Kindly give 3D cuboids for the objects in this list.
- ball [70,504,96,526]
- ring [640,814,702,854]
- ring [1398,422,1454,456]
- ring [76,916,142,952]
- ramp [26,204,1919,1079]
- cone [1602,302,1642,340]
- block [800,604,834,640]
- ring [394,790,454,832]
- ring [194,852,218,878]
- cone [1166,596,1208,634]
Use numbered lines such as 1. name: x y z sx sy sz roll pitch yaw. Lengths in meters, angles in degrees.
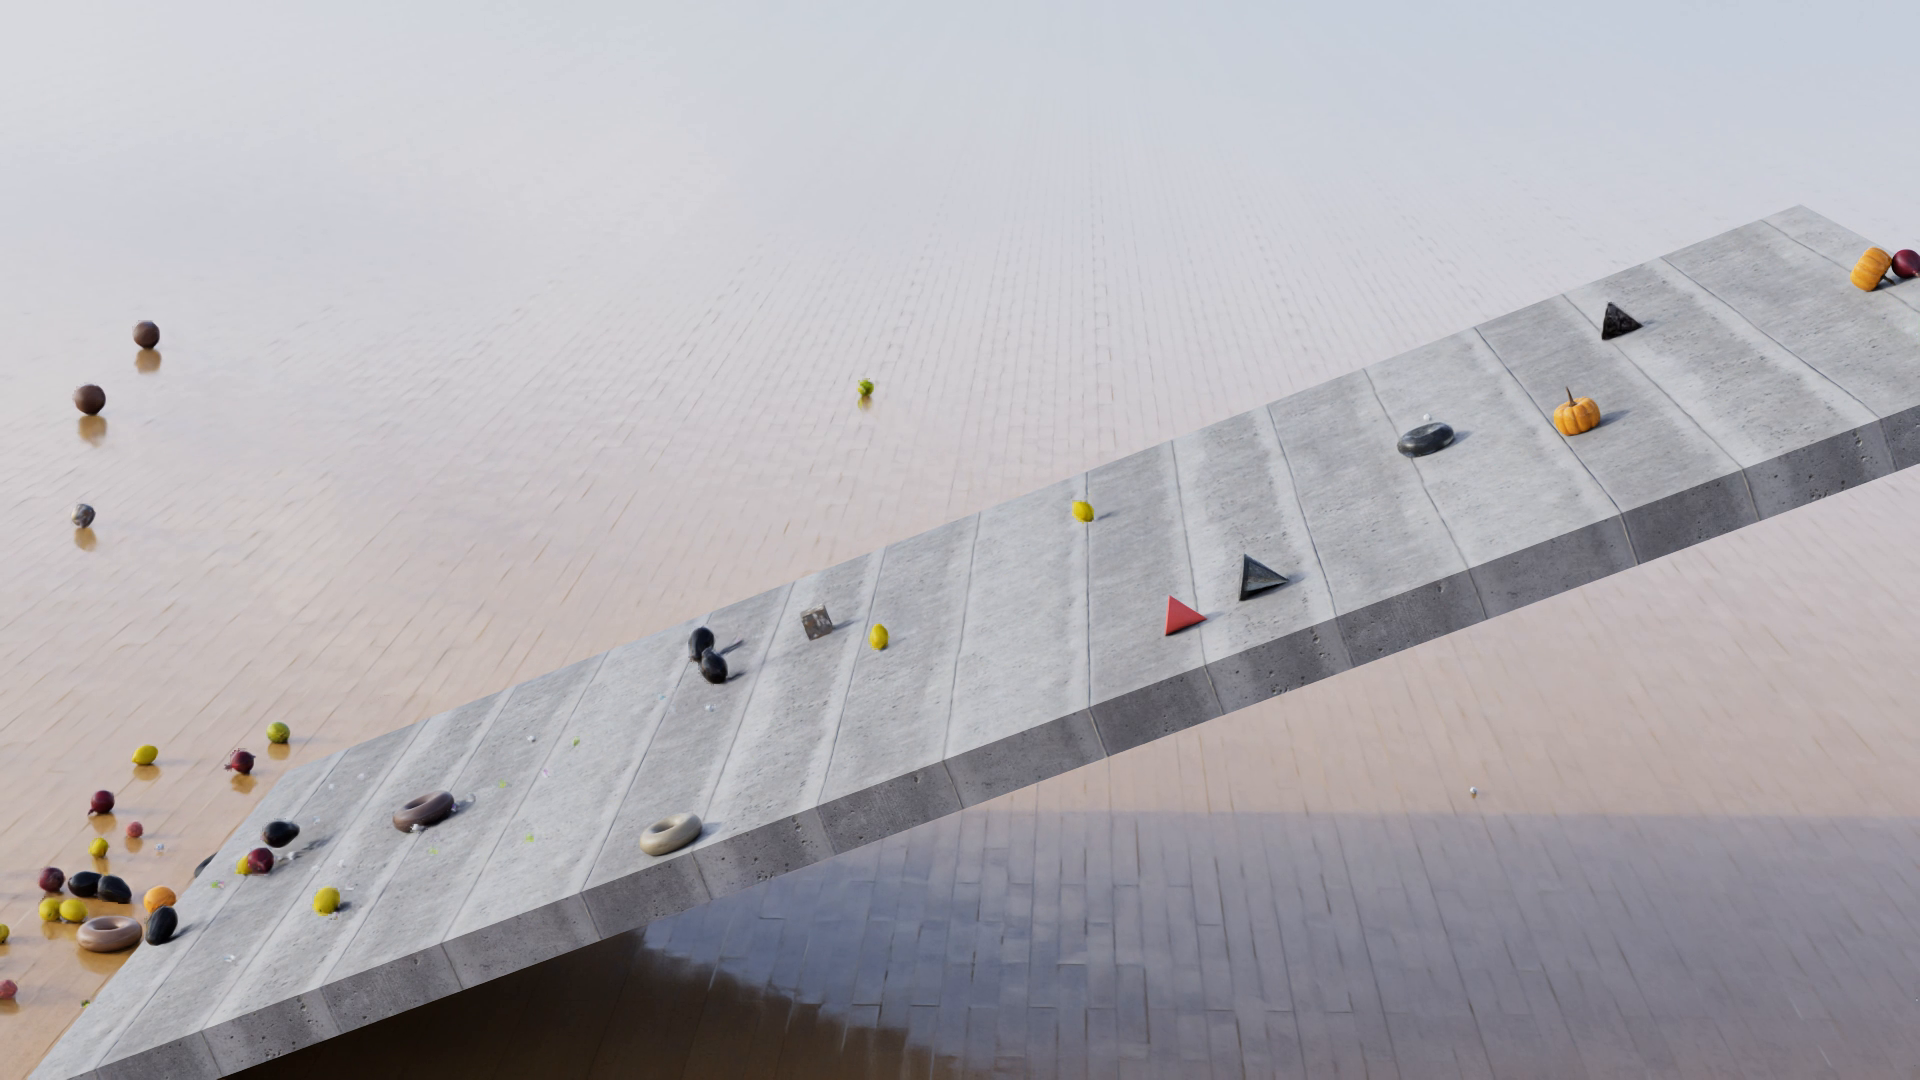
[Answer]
1. ball: -3.138 -0.088 10.523 0.083 0.083 0.083 0 14 0
2. ring: -0.539 0.547 5.475 0.123 0.041 0.123 -20 13 5
3. ring: 0.970 -0.209 6.134 0.122 0.041 0.122 -20 13 5
4. ring: -1.903 0.881 6.583 0.144 0.048 0.144 0 12 0
5. ramp: 0.121 0.174 6.292 4.000 0.100 2.000 -20 12 7
6. cone: 1.457 -0.474 6.446 0.083 0.083 0.083 11 16 17
7. block: -0.324 0.186 6.653 0.058 0.058 0.058 -22 12 0
8. ring: -1.167 0.589 6.398 0.141 0.047 0.141 -22 10 4
9. ring: -1.770 0.774 6.987 0.108 0.036 0.108 -28 14 7
10. cone: 0.429 0.145 5.542 0.077 0.077 0.077 6 14 2
